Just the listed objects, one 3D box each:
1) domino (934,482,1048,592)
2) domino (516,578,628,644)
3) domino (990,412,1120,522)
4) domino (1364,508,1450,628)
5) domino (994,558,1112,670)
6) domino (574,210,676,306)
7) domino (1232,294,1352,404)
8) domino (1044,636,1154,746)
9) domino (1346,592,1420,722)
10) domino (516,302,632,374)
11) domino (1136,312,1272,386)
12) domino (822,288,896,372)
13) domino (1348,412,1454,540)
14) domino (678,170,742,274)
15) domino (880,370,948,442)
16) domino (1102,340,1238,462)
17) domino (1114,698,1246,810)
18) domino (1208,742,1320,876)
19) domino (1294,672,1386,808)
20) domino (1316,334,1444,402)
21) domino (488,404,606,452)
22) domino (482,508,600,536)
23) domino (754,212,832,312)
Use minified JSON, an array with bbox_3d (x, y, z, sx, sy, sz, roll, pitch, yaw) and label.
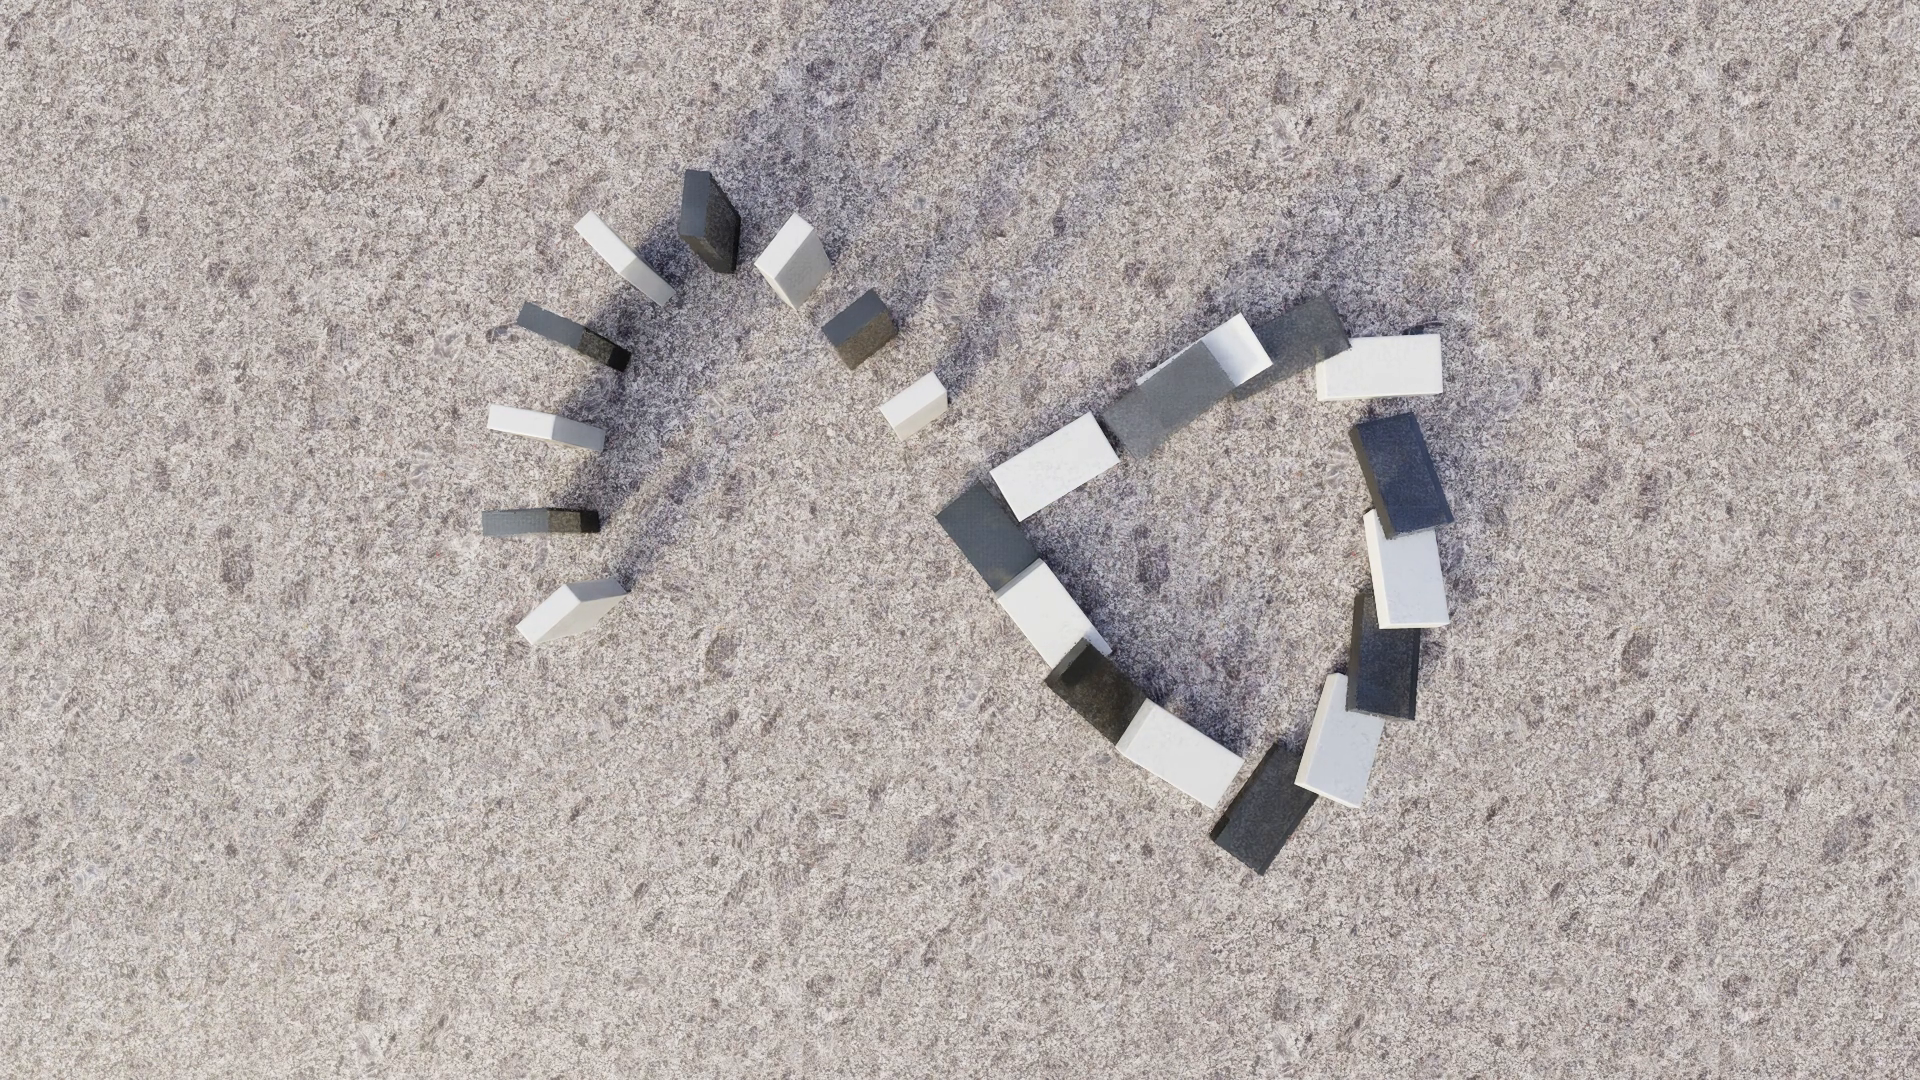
[{"bbox_3d":[0.014,0.002,0.395,0.025,0.010,0.050,-38,90,0],"label":"domino"},{"bbox_3d":[-0.157,0.028,0.375,0.025,0.050,0.010,-41,90,0],"label":"domino"},{"bbox_3d":[0.041,-0.031,0.395,0.050,0.010,0.025,-31,90,0],"label":"domino"},{"bbox_3d":[0.189,0.012,0.389,0.025,0.010,0.050,-1,75,0],"label":"domino"},{"bbox_3d":[0.040,0.035,0.390,0.025,0.009,0.050,-38,103,0],"label":"domino"},{"bbox_3d":[-0.136,-0.114,0.375,0.010,0.050,0.025,-44,90,0],"label":"domino"},{"bbox_3d":[0.136,-0.081,0.389,0.050,0.009,0.025,-26,90,14],"label":"domino"},{"bbox_3d":[0.062,0.067,0.389,0.050,0.009,0.025,42,90,-15],"label":"domino"},{"bbox_3d":[0.180,0.050,0.389,0.025,0.010,0.050,11,75,0],"label":"domino"},{"bbox_3d":[-0.156,-0.082,0.375,0.025,0.050,0.010,23,90,0],"label":"domino"},{"bbox_3d":[0.103,-0.071,0.388,0.050,0.009,0.025,-32,90,17],"label":"domino"},{"bbox_3d":[-0.041,-0.085,0.375,0.025,0.050,0.010,-38,90,0],"label":"domino"},{"bbox_3d":[0.187,-0.027,0.389,0.025,0.009,0.050,-13,75,0],"label":"domino"},{"bbox_3d":[-0.101,-0.129,0.375,0.009,0.050,0.025,6,90,0],"label":"domino"},{"bbox_3d":[-0.018,-0.054,0.375,0.025,0.050,0.010,-35,90,0],"label":"domino"},{"bbox_3d":[0.087,-0.058,0.384,0.050,0.010,0.025,-37,89,17],"label":"domino"},{"bbox_3d":[0.094,0.091,0.389,0.050,0.009,0.025,33,90,-15],"label":"domino"},{"bbox_3d":[0.133,0.116,0.395,0.025,0.010,0.050,35,90,0],"label":"domino"},{"bbox_3d":[0.163,0.085,0.389,0.025,0.009,0.050,23,76,0],"label":"domino"},{"bbox_3d":[0.180,-0.074,0.395,0.050,0.009,0.025,-3,90,0],"label":"domino"},{"bbox_3d":[-0.168,-0.045,0.375,0.025,0.050,0.010,10,90,0],"label":"domino"},{"bbox_3d":[-0.170,-0.007,0.375,0.025,0.050,0.009,-3,90,0],"label":"domino"},{"bbox_3d":[-0.067,-0.112,0.375,0.010,0.050,0.025,38,90,0],"label":"domino"}]
